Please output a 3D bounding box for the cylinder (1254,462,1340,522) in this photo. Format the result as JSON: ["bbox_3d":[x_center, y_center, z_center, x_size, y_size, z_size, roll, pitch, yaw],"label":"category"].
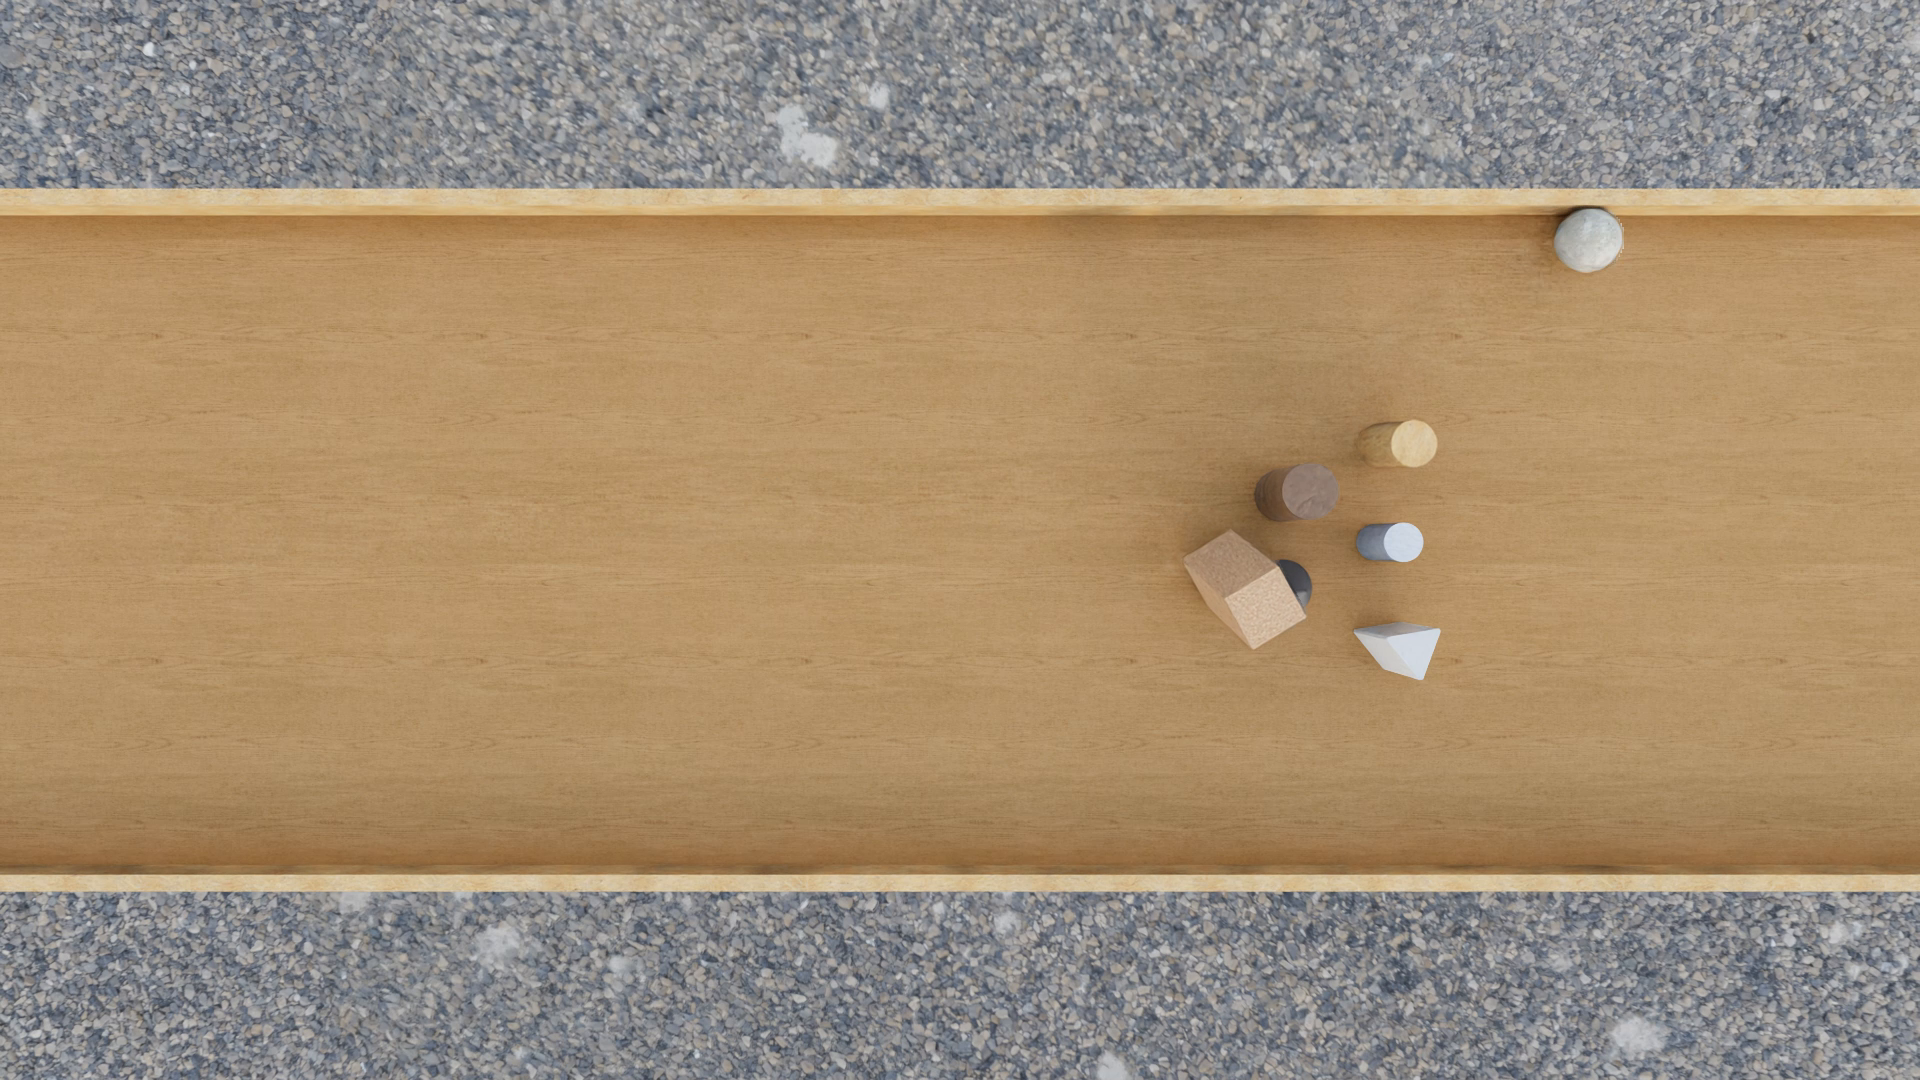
[{"bbox_3d":[0.986,-0.137,4.857,0.161,0.439,0.161,0,90,0],"label":"cylinder"}]

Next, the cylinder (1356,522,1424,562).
[{"bbox_3d":[1.276,0.007,4.910,0.113,0.334,0.113,0,90,0],"label":"cylinder"}]

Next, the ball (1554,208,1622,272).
[{"bbox_3d":[1.894,-0.904,4.974,0.192,0.192,0.192,0,90,0],"label":"ball"}]

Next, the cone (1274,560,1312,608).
[{"bbox_3d":[0.996,0.148,4.911,0.176,0.331,0.176,0,90,0],"label":"cone"}]

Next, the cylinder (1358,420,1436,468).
[{"bbox_3d":[1.301,-0.285,4.920,0.136,0.302,0.136,0,92,-5],"label":"cylinder"}]

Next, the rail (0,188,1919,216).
[{"bbox_3d":[-2.247,-1.025,5.002,12.000,0.150,0.050,0,90,0],"label":"rail"}]

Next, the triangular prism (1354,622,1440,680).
[{"bbox_3d":[1.311,0.296,4.877,0.132,0.400,0.153,-39,90,0],"label":"triangular prism"}]

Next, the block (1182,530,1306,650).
[{"bbox_3d":[0.826,0.138,4.841,0.177,0.438,0.177,-31,107,0],"label":"block"}]

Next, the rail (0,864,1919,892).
[{"bbox_3d":[-2.247,1.025,5.001,12.000,0.150,0.050,0,90,0],"label":"rail"}]
